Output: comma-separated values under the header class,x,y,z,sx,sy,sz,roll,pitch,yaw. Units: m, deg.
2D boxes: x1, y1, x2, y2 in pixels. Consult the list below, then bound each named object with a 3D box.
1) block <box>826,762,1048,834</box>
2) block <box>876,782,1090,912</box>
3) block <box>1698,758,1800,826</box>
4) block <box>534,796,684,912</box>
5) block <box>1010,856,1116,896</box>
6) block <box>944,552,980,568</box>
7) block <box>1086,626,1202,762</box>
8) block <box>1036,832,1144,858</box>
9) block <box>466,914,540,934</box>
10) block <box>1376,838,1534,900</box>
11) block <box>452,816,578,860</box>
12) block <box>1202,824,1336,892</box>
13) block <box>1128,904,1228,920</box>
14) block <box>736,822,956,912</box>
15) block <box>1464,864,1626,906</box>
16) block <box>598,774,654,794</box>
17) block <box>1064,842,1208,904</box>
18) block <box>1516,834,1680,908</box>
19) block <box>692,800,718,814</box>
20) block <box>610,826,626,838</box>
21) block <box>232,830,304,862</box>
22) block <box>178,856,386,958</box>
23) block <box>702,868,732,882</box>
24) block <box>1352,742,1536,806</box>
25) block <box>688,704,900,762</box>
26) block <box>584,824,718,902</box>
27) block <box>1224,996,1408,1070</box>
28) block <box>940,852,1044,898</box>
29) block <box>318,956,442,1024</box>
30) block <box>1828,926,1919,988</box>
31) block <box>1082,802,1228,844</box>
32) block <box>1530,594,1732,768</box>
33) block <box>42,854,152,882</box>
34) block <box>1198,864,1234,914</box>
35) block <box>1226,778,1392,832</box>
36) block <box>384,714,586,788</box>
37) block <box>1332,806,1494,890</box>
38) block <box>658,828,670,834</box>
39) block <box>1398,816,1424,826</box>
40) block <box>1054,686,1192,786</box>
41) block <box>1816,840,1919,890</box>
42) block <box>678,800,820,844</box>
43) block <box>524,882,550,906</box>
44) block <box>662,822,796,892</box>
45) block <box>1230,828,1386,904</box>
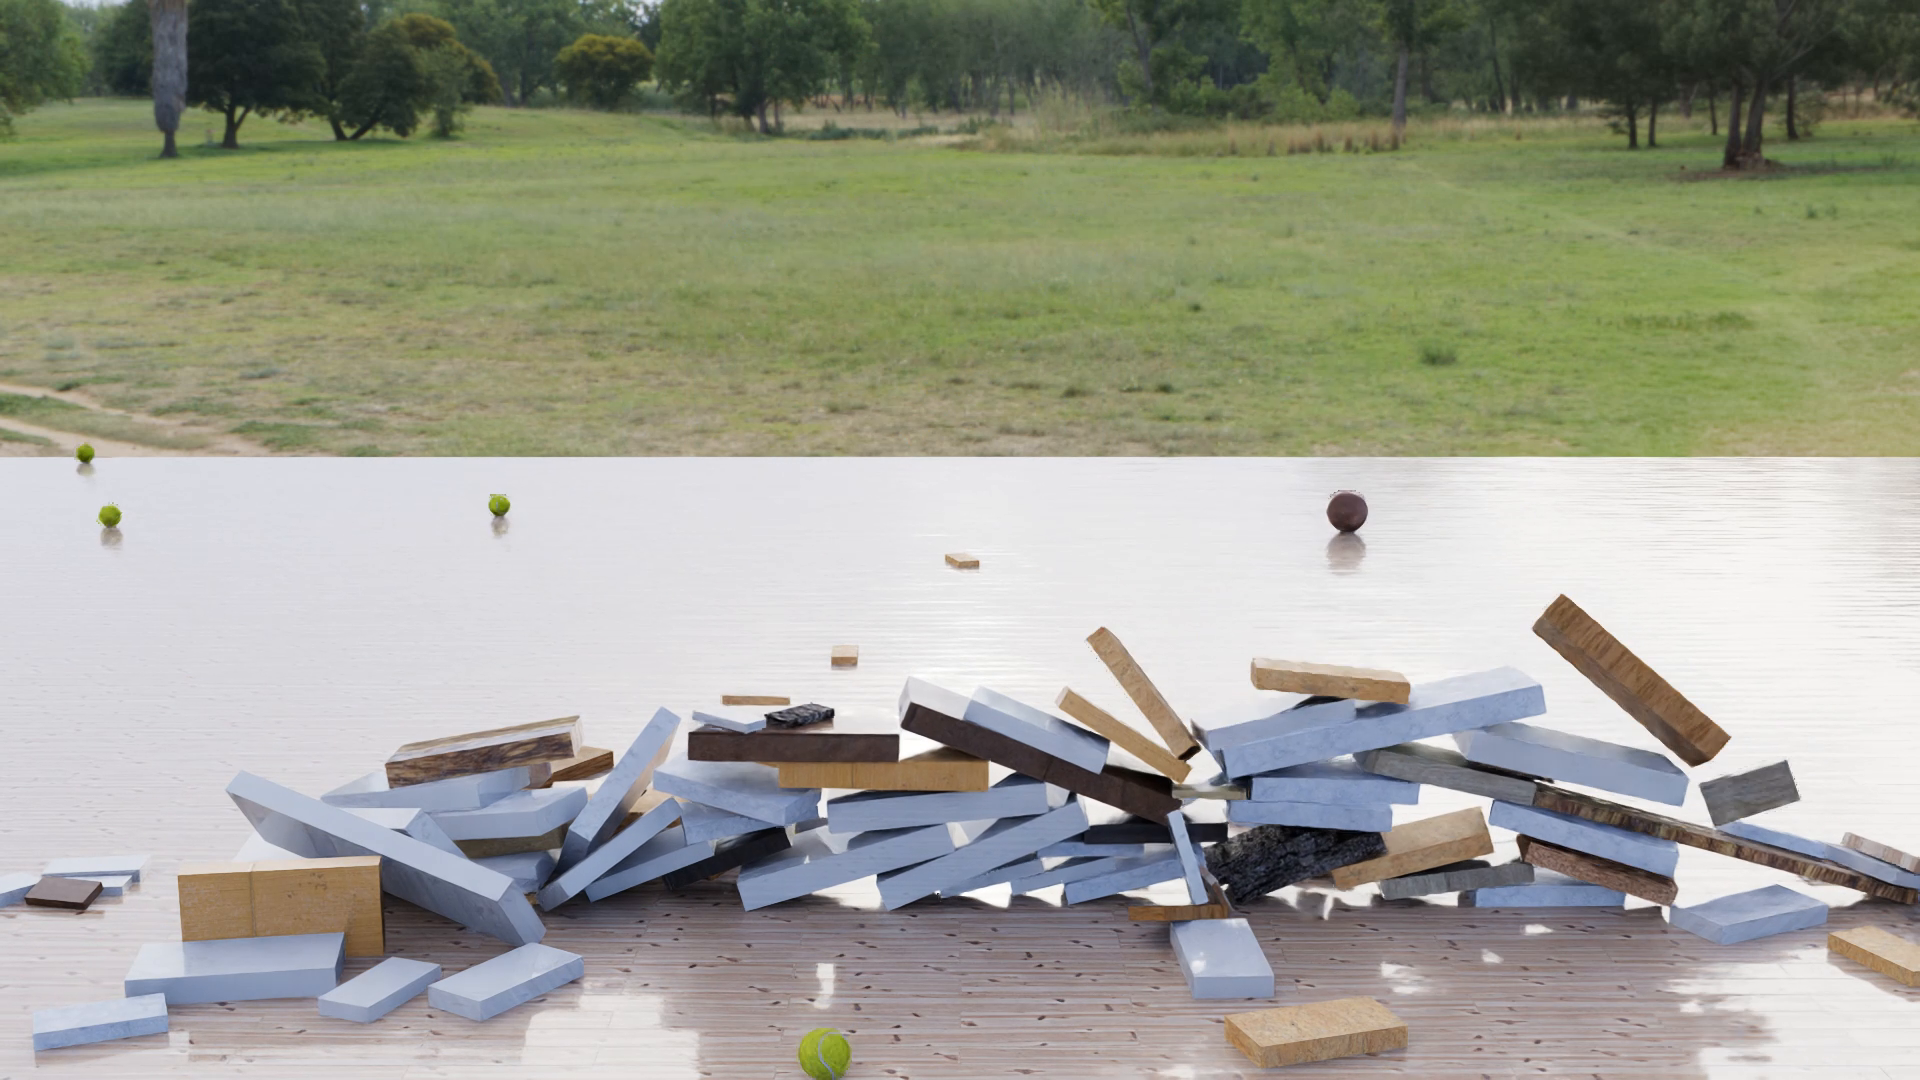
class,x,y,z,sx,sy,sz,roll,pitch,yaw
block,-0.036,0.418,3.641,0.356,0.050,0.178,-6,10,1
block,0.037,0.497,3.656,0.356,0.050,0.178,-23,10,4
block,1.271,0.406,3.541,0.140,0.070,0.020,-20,6,12
block,-0.574,0.513,3.599,0.246,0.035,0.123,-36,1,-35
block,0.168,0.546,3.663,0.176,0.025,0.088,-14,10,1
block,0.006,0.059,6.479,0.063,0.018,0.125,-4,11,-20
block,0.307,0.256,3.653,0.035,0.247,0.123,-39,-15,5
block,0.214,0.500,3.655,0.176,0.025,0.088,-1,10,-1
block,-0.728,0.613,3.505,0.107,0.015,0.054,1,11,3
block,0.814,0.545,3.647,0.246,0.035,0.123,-7,11,3
block,-0.799,0.501,3.743,0.296,0.042,0.148,-8,7,10
block,0.501,0.514,3.662,0.236,0.033,0.118,-22,9,6
block,0.346,0.589,3.479,0.150,0.021,0.075,7,-12,-42
block,-0.186,0.516,3.659,0.356,0.050,0.178,-16,10,3
block,0.968,0.573,3.666,0.246,0.035,0.123,0,11,-1
block,-0.567,0.475,4.194,0.237,0.034,0.118,5,12,25
block,0.289,0.545,3.665,0.236,0.033,0.118,-14,10,3
block,1.044,0.530,3.612,0.246,0.035,0.123,17,12,5
block,-0.424,0.411,3.648,0.061,0.017,0.122,-23,30,-29
block,-0.577,0.512,3.840,0.068,0.019,0.137,3,16,16
block,-1.130,0.522,3.744,0.150,0.043,0.301,-1,13,-3
block,-1.039,0.569,3.376,0.295,0.148,0.042,-2,13,-9
block,-0.378,0.529,3.709,0.137,0.019,0.068,-29,11,-25
block,0.797,0.376,3.643,0.280,0.040,0.140,12,7,-2
block,-0.269,0.314,3.575,0.336,0.048,0.168,1,10,-4
block,-0.514,0.529,3.667,0.221,0.031,0.110,-21,15,4
block,0.496,0.685,3.068,0.227,0.032,0.113,-4,11,-19
block,0.050,0.550,3.661,0.176,0.025,0.088,-15,10,1
block,-0.850,0.659,3.227,0.088,0.025,0.176,4,11,22
block,1.423,0.635,3.359,0.086,0.024,0.173,-4,11,-21
block,0.319,0.470,3.652,0.236,0.033,0.118,-1,10,-1
block,1.110,0.235,3.655,0.350,0.050,0.175,43,-2,13
block,-1.472,0.563,3.751,0.159,0.023,0.080,-1,11,-7
block,0.412,0.565,3.556,0.013,0.091,0.045,-38,44,-8
block,0.573,0.437,3.625,0.260,0.037,0.130,4,9,3
block,-0.817,0.364,3.800,0.316,0.045,0.158,-9,7,-2
block,0.745,0.509,3.640,0.260,0.037,0.130,-16,10,10
block,-0.498,0.537,3.860,0.241,0.034,0.121,4,11,21
block,0.865,0.526,3.957,0.139,0.020,0.069,8,13,36
block,0.269,0.322,3.636,0.238,0.034,0.119,32,0,0
block,1.505,0.538,3.640,0.081,0.023,0.161,13,4,-32
block,-0.353,0.450,3.658,0.220,0.031,0.110,-11,16,-11
block,-0.743,0.590,3.619,0.159,0.017,0.061,-10,14,-43
block,-0.384,0.512,3.665,0.220,0.031,0.110,-21,15,6
block,0.571,0.524,3.662,0.260,0.037,0.130,-22,9,5
